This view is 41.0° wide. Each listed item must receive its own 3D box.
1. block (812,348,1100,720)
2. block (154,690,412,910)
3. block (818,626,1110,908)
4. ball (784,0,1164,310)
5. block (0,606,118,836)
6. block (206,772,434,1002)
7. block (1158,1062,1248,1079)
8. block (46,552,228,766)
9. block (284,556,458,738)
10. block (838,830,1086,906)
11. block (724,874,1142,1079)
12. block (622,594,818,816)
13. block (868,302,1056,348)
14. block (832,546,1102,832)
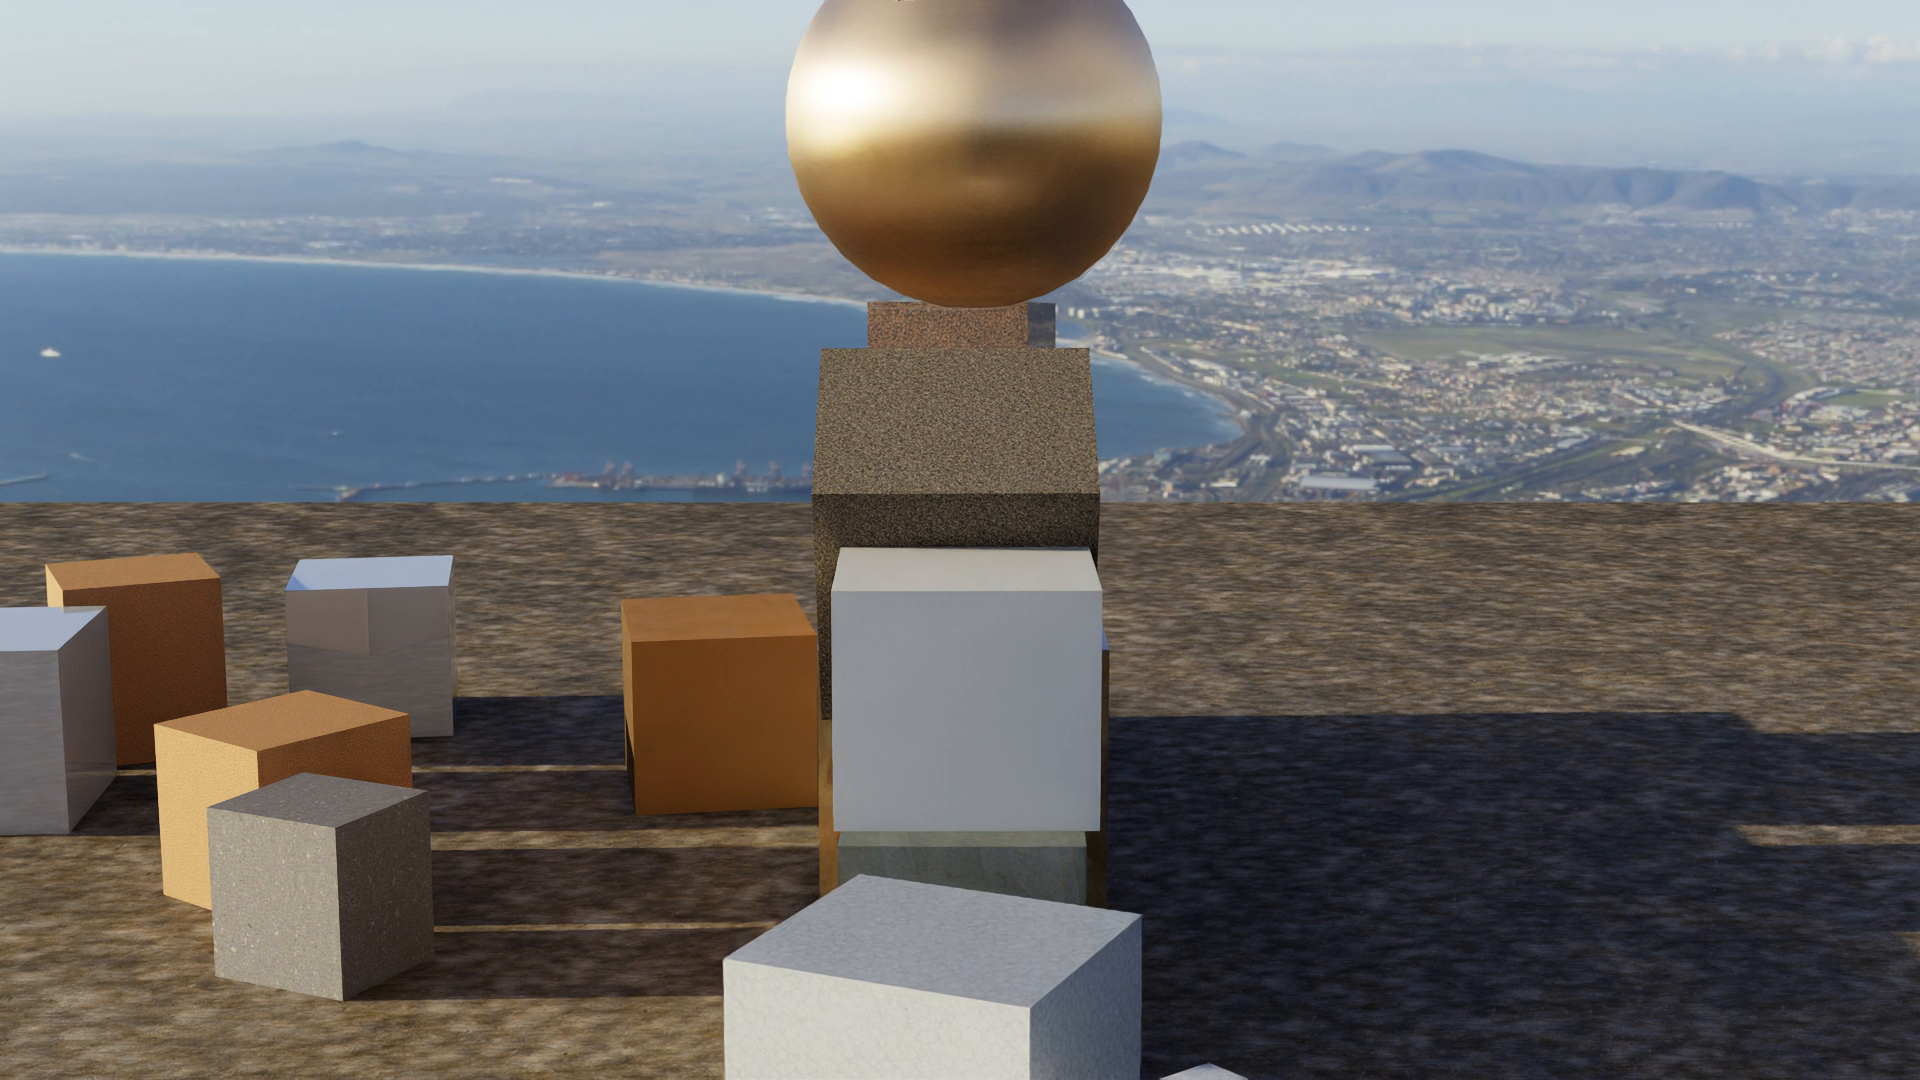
[{"bbox_3d":[-0.017,-0.026,9.976,1.044,1.106,0.929,0,39,0],"label":"block"},{"bbox_3d":[-2.922,1.146,11.136,0.720,0.760,0.795,8,13,38],"label":"block"},{"bbox_3d":[0.013,0.939,10.967,1.171,1.228,1.177,0,10,0],"label":"block"},{"bbox_3d":[0.058,-1.780,10.857,1.600,1.600,1.600,0,10,0],"label":"ball"},{"bbox_3d":[-4.684,0.859,12.385,0.931,0.878,1.009,-1,10,-6],"label":"block"},{"bbox_3d":[-2.526,1.359,10.166,0.632,0.689,0.569,5,11,26],"label":"block"},{"bbox_3d":[0.601,1.932,6.860,0.774,0.744,0.614,-8,13,-39],"label":"block"},{"bbox_3d":[-4.338,0.622,13.525,0.779,0.937,0.784,-5,11,-25],"label":"block"},{"bbox_3d":[-3.209,0.581,14.070,0.845,0.823,0.883,-2,10,-9],"label":"block"},{"bbox_3d":[0.011,1.422,9.084,0.834,0.952,0.820,0,10,0],"label":"block"},{"bbox_3d":[-0.066,1.657,7.851,0.983,0.931,0.895,5,11,24],"label":"block"},{"bbox_3d":[-1.211,0.798,12.794,0.883,0.852,1.021,-2,10,-10],"label":"block"},{"bbox_3d":[0.018,-0.814,12.493,0.773,0.680,0.759,1,5,12],"label":"block"},{"bbox_3d":[0.021,0.510,9.096,0.912,0.838,0.815,0,10,0],"label":"block"}]
